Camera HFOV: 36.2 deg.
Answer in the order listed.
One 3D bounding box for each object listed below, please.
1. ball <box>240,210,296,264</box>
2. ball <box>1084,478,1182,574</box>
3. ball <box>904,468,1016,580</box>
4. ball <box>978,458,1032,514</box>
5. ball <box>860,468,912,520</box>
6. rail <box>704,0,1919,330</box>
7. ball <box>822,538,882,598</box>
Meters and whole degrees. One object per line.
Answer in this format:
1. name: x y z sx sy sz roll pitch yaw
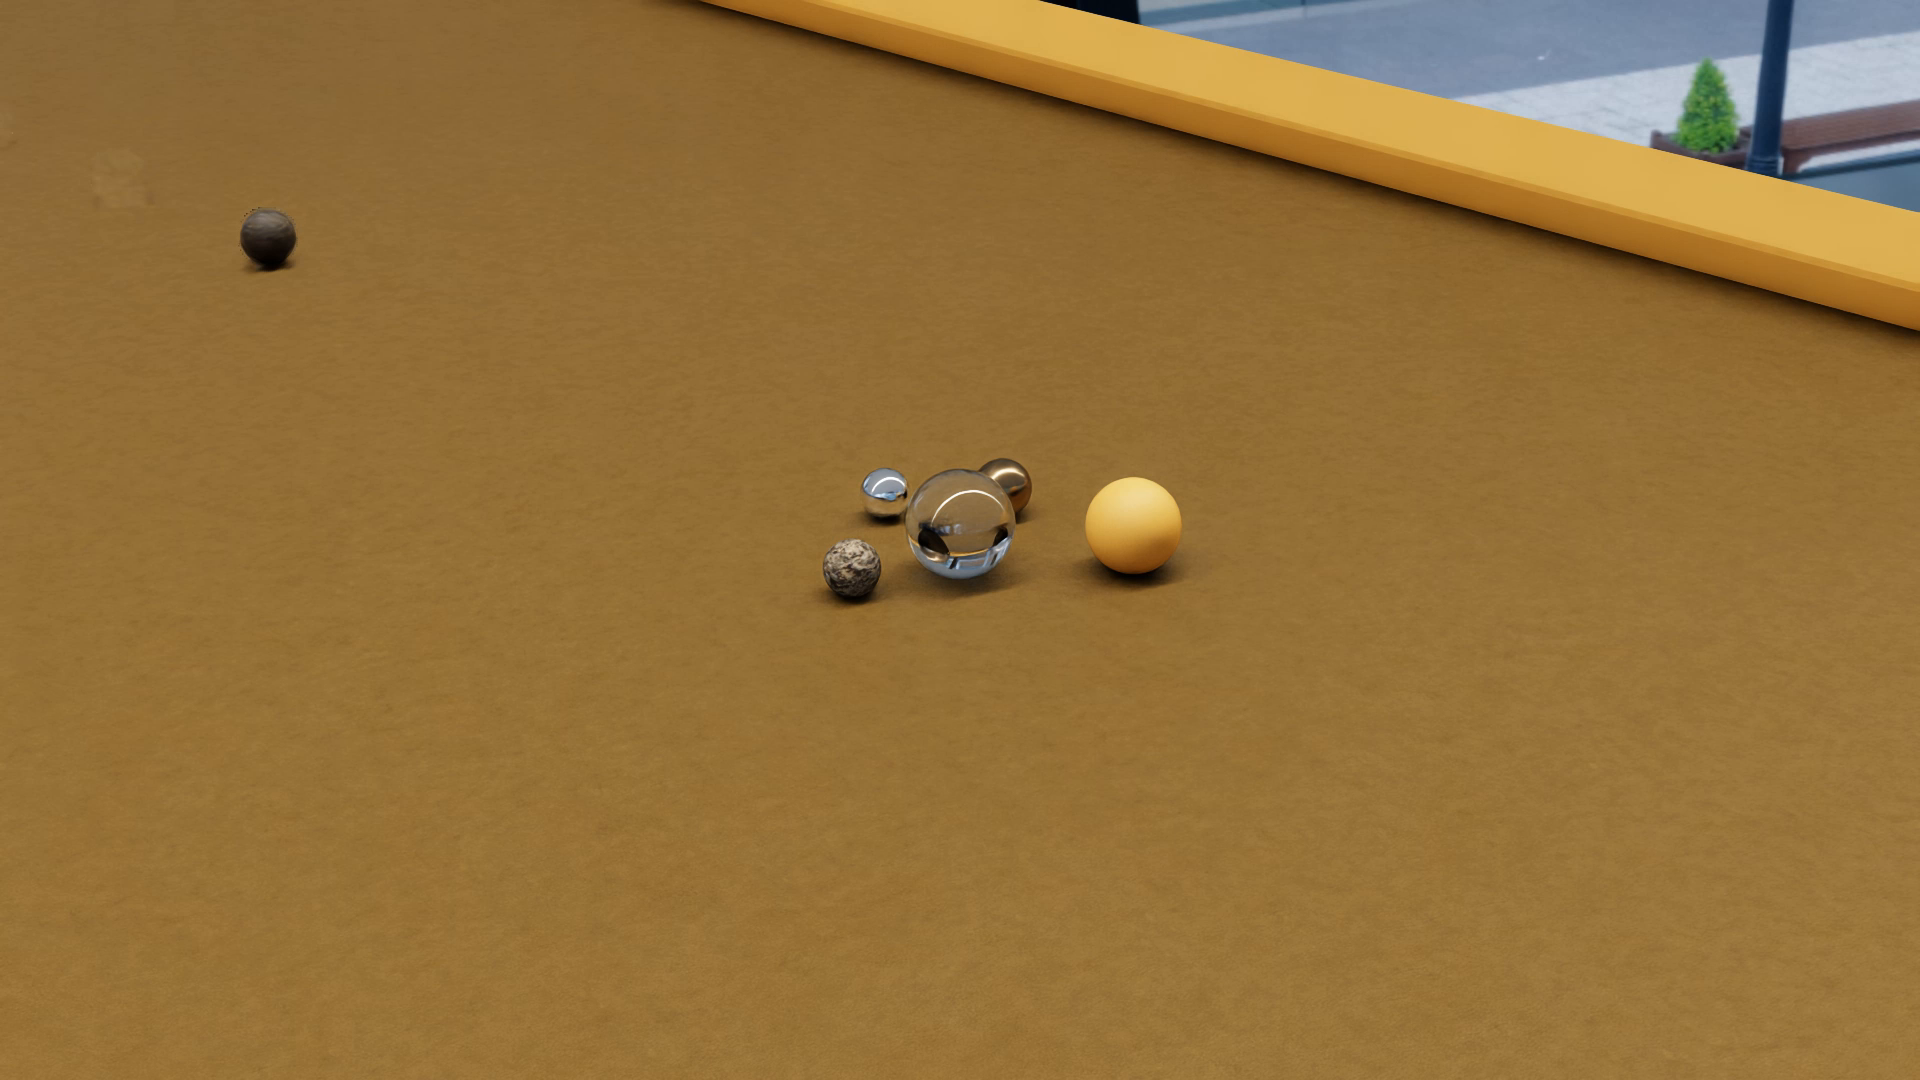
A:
1. ball: -0.718 -0.314 3.052 0.057 0.057 0.057 0 24 0
2. ball: 0.138 -0.011 2.334 0.077 0.077 0.077 0 24 0
3. ball: 0.000 -0.013 2.323 0.088 0.088 0.088 0 24 0
4. ball: 0.035 -0.043 2.442 0.049 0.049 0.049 0 24 0
5. ball: -0.062 -0.039 2.439 0.043 0.043 0.043 0 24 0
6. rail: 0.069 -0.615 3.665 0.045 0.114 4.098 -21 31 -39
7. ball: -0.084 0.022 2.297 0.046 0.046 0.046 0 24 0
